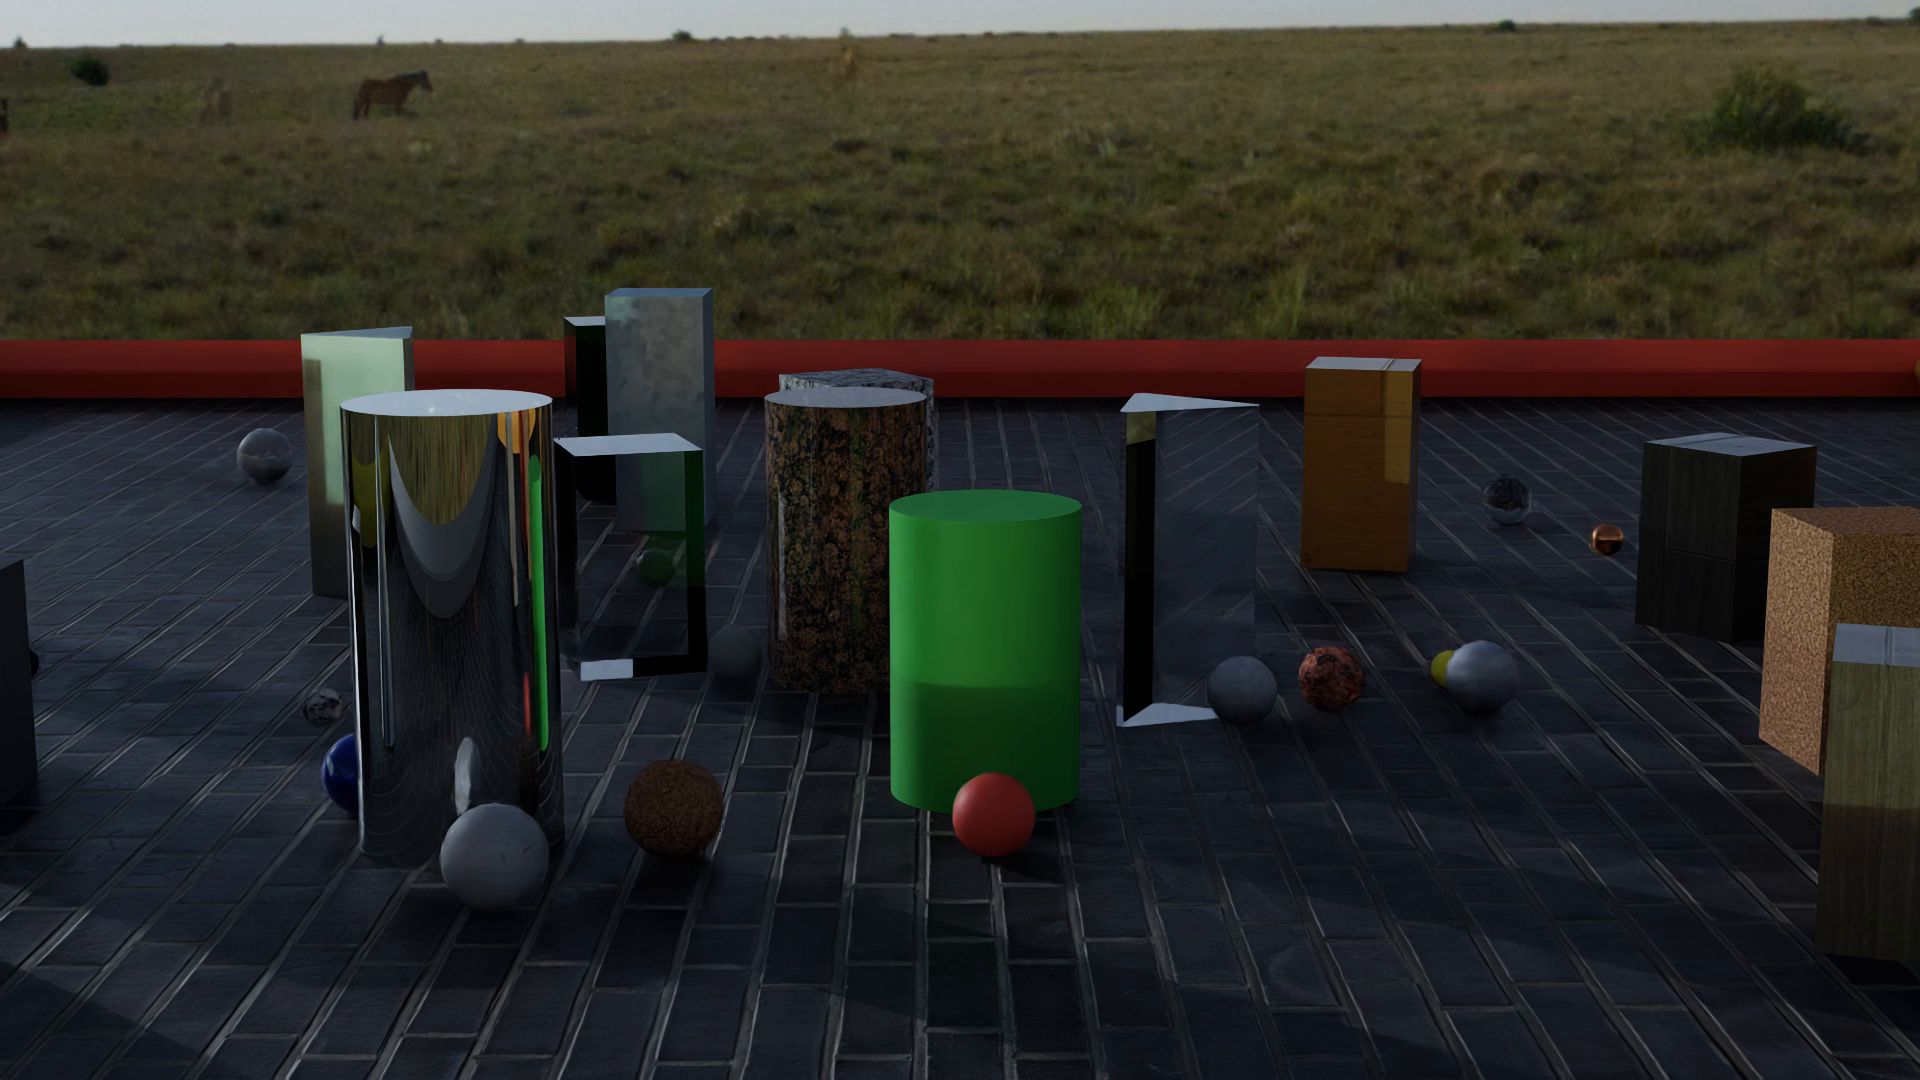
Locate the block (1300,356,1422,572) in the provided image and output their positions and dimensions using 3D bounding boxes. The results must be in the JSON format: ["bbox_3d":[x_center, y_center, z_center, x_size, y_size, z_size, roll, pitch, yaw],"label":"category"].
[{"bbox_3d":[0.592,-0.115,3.785,0.154,0.292,0.154,3,11,14],"label":"block"}]

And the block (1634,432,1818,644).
[{"bbox_3d":[0.997,-0.006,3.342,0.154,0.241,0.154,-8,13,-35],"label":"block"}]

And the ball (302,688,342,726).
[{"bbox_3d":[-0.708,0.185,2.852,0.044,0.044,0.044,0,11,0],"label":"ball"}]

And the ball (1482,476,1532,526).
[{"bbox_3d":[0.871,-0.062,4.088,0.078,0.078,0.078,0,11,0],"label":"ball"}]

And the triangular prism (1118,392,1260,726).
[{"bbox_3d":[0.230,0.017,2.915,0.166,0.353,0.144,-4,11,-20],"label":"triangular prism"}]

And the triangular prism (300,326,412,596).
[{"bbox_3d":[-0.798,-0.110,3.574,0.166,0.361,0.144,4,11,19],"label":"triangular prism"}]

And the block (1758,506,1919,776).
[{"bbox_3d":[0.958,0.104,2.716,0.154,0.254,0.154,-1,11,-6],"label":"block"}]

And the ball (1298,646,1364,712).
[{"bbox_3d":[0.422,0.157,2.916,0.075,0.075,0.075,0,11,0],"label":"ball"}]

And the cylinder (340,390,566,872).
[{"bbox_3d":[-0.472,0.079,2.397,0.192,0.419,0.192,0,11,0],"label":"cylinder"}]

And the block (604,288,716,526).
[{"bbox_3d":[-0.480,-0.217,4.137,0.154,0.365,0.154,0,11,1],"label":"block"}]

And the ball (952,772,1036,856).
[{"bbox_3d":[0.031,0.255,2.384,0.078,0.078,0.078,0,11,0],"label":"ball"}]

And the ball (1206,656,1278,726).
[{"bbox_3d":[0.313,0.167,2.850,0.078,0.078,0.078,0,11,0],"label":"ball"}]

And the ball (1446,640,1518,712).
[{"bbox_3d":[0.592,0.155,2.911,0.082,0.082,0.082,0,11,0],"label":"ball"}]

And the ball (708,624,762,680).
[{"bbox_3d":[-0.269,0.134,3.069,0.065,0.065,0.065,0,11,0],"label":"ball"}]

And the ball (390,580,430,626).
[{"bbox_3d":[-0.719,0.082,3.366,0.058,0.058,0.058,0,11,0],"label":"ball"}]

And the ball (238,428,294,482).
[{"bbox_3d":[-1.219,-0.148,4.504,0.096,0.096,0.096,0,11,0],"label":"ball"}]

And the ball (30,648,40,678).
[{"bbox_3d":[-1.120,0.147,3.054,0.046,0.046,0.046,0,11,0],"label":"ball"}]

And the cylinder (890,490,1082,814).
[{"bbox_3d":[0.025,0.109,2.581,0.192,0.293,0.192,0,11,0],"label":"cylinder"}]

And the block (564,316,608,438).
[{"bbox_3d":[-0.596,-0.236,4.446,0.154,0.290,0.154,-3,11,-16],"label":"block"}]

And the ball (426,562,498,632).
[{"bbox_3d":[-0.644,0.074,3.319,0.091,0.091,0.091,0,11,0],"label":"ball"}]

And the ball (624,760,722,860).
[{"bbox_3d":[-0.265,0.250,2.376,0.091,0.091,0.091,0,11,0],"label":"ball"}]

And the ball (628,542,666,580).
[{"bbox_3d":[-0.446,0.030,3.658,0.055,0.055,0.055,0,11,0],"label":"ball"}]

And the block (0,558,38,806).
[{"bbox_3d":[-1.030,0.146,2.552,0.154,0.231,0.154,0,11,1],"label":"block"}]

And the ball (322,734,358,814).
[{"bbox_3d":[-0.586,0.229,2.520,0.080,0.080,0.080,0,11,0],"label":"ball"}]

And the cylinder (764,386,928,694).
[{"bbox_3d":[-0.135,-0.003,3.063,0.192,0.338,0.192,0,11,0],"label":"cylinder"}]

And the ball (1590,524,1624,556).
[{"bbox_3d":[0.968,-0.001,3.839,0.049,0.049,0.049,0,11,0],"label":"ball"}]

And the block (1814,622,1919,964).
[{"bbox_3d":[0.807,0.212,2.152,0.154,0.248,0.154,4,11,20],"label":"block"}]

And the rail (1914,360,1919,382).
[{"bbox_3d":[2.126,0.030,3.461,0.045,0.125,4.491,0,11,0],"label":"rail"}]

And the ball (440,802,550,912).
[{"bbox_3d":[-0.404,0.276,2.229,0.094,0.094,0.094,0,11,0],"label":"ball"}]

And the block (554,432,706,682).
[{"bbox_3d":[-0.404,0.017,3.133,0.154,0.271,0.154,-4,11,-19],"label":"block"}]

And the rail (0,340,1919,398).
[{"bbox_3d":[-0.013,-0.374,5.634,4.300,0.125,0.045,0,11,0],"label":"rail"}]

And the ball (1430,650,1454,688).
[{"bbox_3d":[0.578,0.153,3.026,0.045,0.045,0.045,0,11,0],"label":"ball"}]

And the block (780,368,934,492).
[{"bbox_3d":[-0.140,-0.067,3.481,0.154,0.310,0.154,-6,12,-30],"label":"block"}]
